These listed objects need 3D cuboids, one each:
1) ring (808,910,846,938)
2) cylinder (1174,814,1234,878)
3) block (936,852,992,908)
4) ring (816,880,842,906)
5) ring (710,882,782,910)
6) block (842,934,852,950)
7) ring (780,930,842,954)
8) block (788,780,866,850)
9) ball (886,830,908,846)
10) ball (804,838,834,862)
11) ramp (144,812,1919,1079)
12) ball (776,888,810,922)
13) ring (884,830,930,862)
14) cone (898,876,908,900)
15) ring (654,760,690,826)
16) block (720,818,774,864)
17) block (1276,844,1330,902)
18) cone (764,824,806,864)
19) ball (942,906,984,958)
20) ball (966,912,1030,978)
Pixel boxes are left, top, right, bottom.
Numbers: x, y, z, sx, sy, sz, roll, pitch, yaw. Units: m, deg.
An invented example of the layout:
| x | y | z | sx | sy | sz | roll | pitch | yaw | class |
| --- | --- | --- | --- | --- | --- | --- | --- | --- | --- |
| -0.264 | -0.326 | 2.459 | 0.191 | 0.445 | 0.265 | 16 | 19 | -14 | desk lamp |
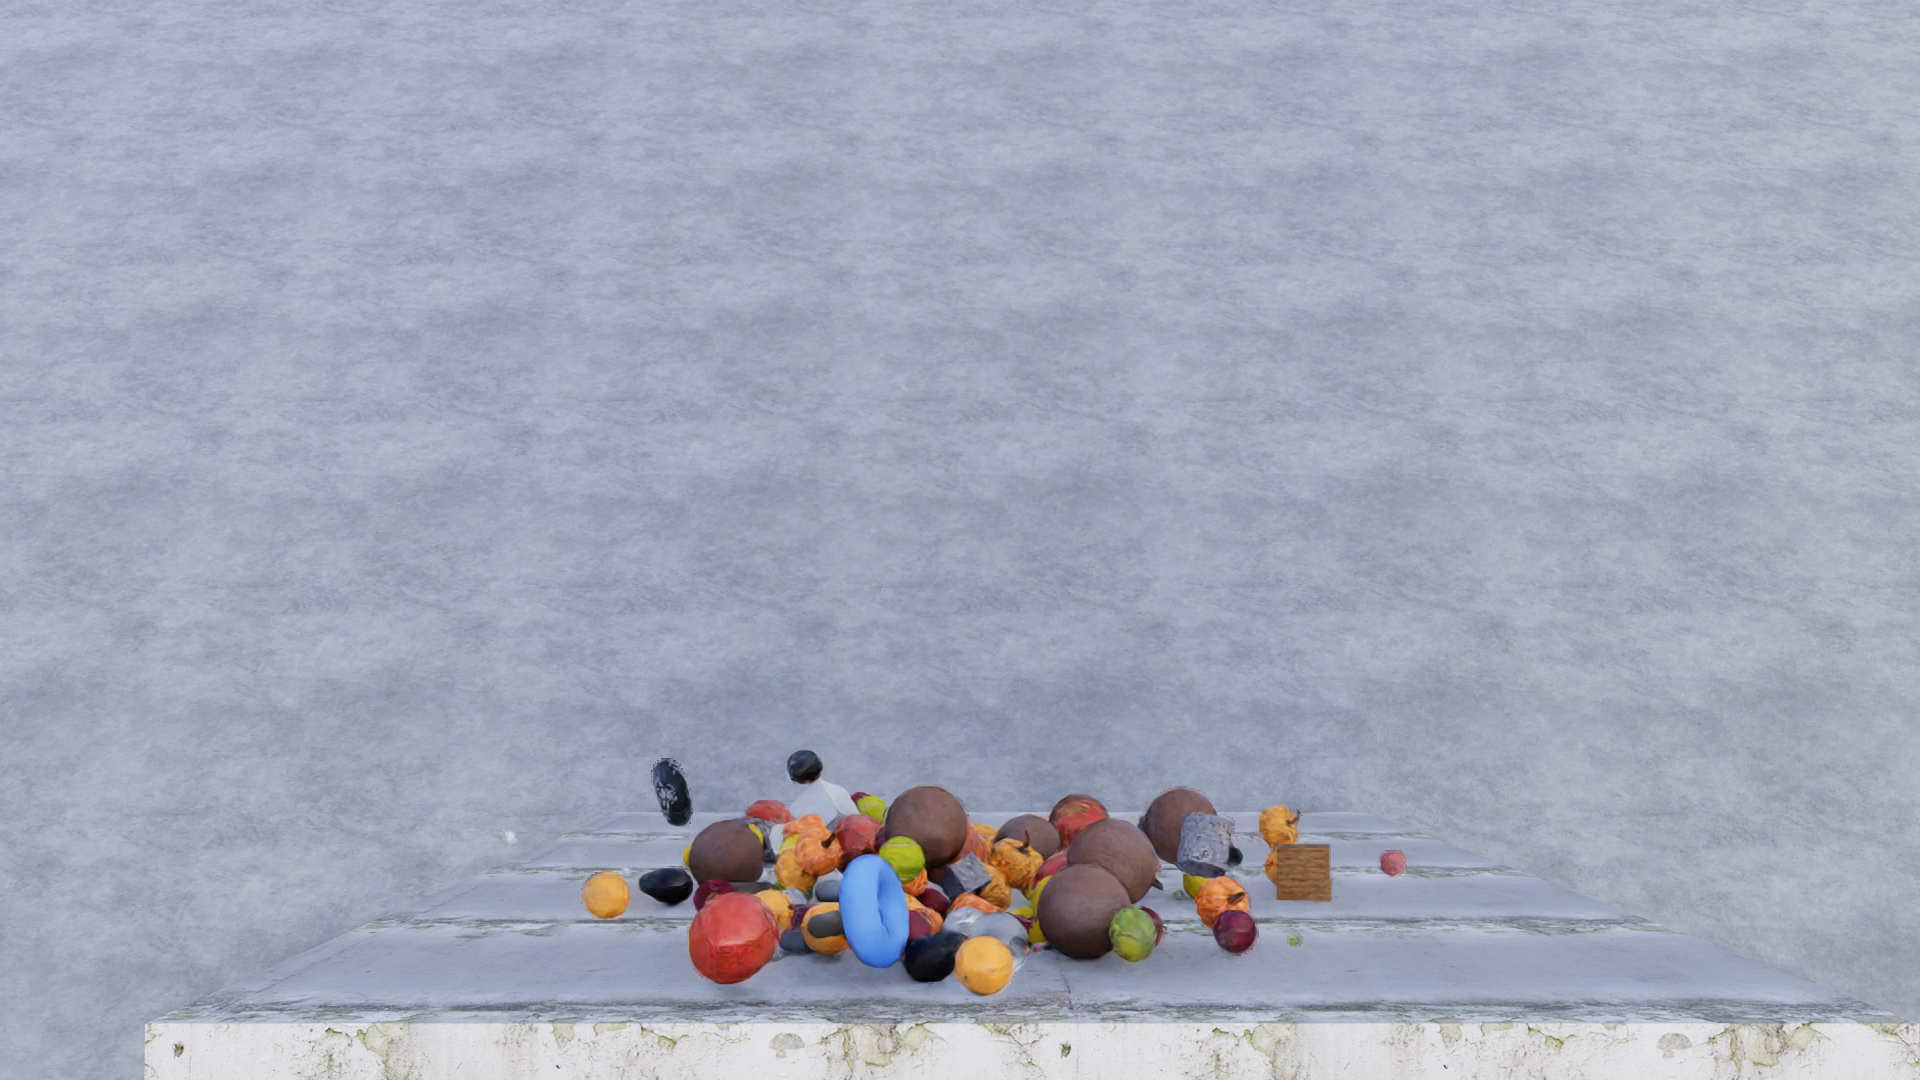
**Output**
| x | y | z | sx | sy | sz | roll | pitch | yaw | class |
| --- | --- | --- | --- | --- | --- | --- | --- | --- | --- |
| -0.157 | 0.500 | 3.404 | 0.087 | 0.029 | 0.087 | -10 | -4 | -1 | ring |
| 0.367 | 0.458 | 3.902 | 0.076 | 0.076 | 0.076 | 11 | 72 | 14 | cylinder |
| 0.007 | 0.519 | 3.972 | 0.051 | 0.051 | 0.051 | -26 | 72 | -37 | block |
| -0.185 | 0.590 | 4.348 | 0.115 | 0.038 | 0.115 | 1 | -3 | 0 | ring |
| -0.351 | 0.586 | 4.285 | 0.121 | 0.040 | 0.121 | 1 | -4 | 0 | ring |
| -0.131 | 0.552 | 3.694 | 0.054 | 0.054 | 0.054 | -1 | -3 | 28 | block |
| -0.207 | 0.559 | 3.620 | 0.089 | 0.089 | 0.030 | 1 | 80 | 1 | ring |
| -0.253 | 0.522 | 4.932 | 0.086 | 0.086 | 0.086 | -44 | 55 | 13 | block |
| -0.126 | 0.631 | 5.416 | 0.052 | 0.052 | 0.052 | 0 | 37 | 0 | ball |
| -0.285 | 0.615 | 5.251 | 0.068 | 0.068 | 0.068 | 0 | 37 | 0 | ball |
| 0.081 | 0.685 | 4.929 | 2.000 | 0.100 | 4.000 | 0 | -3 | 0 | ramp |
| -0.262 | 0.569 | 4.056 | 0.053 | 0.053 | 0.053 | 0 | 37 | 0 | ball |
| -0.107 | 0.615 | 5.225 | 0.097 | 0.097 | 0.032 | -20 | 71 | -24 | ring |
| -0.125 | 0.554 | 4.124 | 0.060 | 0.060 | 0.060 | 27 | 23 | -33 | cone |
| -0.555 | 0.489 | 5.022 | 0.044 | 0.131 | 0.131 | -15 | 40 | -19 | ring |
| -0.430 | 0.609 | 5.269 | 0.082 | 0.082 | 0.082 | -1 | -3 | 19 | block |
| 0.588 | 0.569 | 4.452 | 0.090 | 0.090 | 0.090 | 0 | -3 | 8 | block |
| -0.369 | 0.627 | 5.210 | 0.090 | 0.090 | 0.090 | 25 | 46 | -29 | cone |
| 0.008 | 0.524 | 3.479 | 0.067 | 0.067 | 0.067 | 0 | 37 | 0 | ball |
| 0.049 | 0.522 | 3.356 | 0.084 | 0.084 | 0.084 | 0 | 37 | 0 | ball |
